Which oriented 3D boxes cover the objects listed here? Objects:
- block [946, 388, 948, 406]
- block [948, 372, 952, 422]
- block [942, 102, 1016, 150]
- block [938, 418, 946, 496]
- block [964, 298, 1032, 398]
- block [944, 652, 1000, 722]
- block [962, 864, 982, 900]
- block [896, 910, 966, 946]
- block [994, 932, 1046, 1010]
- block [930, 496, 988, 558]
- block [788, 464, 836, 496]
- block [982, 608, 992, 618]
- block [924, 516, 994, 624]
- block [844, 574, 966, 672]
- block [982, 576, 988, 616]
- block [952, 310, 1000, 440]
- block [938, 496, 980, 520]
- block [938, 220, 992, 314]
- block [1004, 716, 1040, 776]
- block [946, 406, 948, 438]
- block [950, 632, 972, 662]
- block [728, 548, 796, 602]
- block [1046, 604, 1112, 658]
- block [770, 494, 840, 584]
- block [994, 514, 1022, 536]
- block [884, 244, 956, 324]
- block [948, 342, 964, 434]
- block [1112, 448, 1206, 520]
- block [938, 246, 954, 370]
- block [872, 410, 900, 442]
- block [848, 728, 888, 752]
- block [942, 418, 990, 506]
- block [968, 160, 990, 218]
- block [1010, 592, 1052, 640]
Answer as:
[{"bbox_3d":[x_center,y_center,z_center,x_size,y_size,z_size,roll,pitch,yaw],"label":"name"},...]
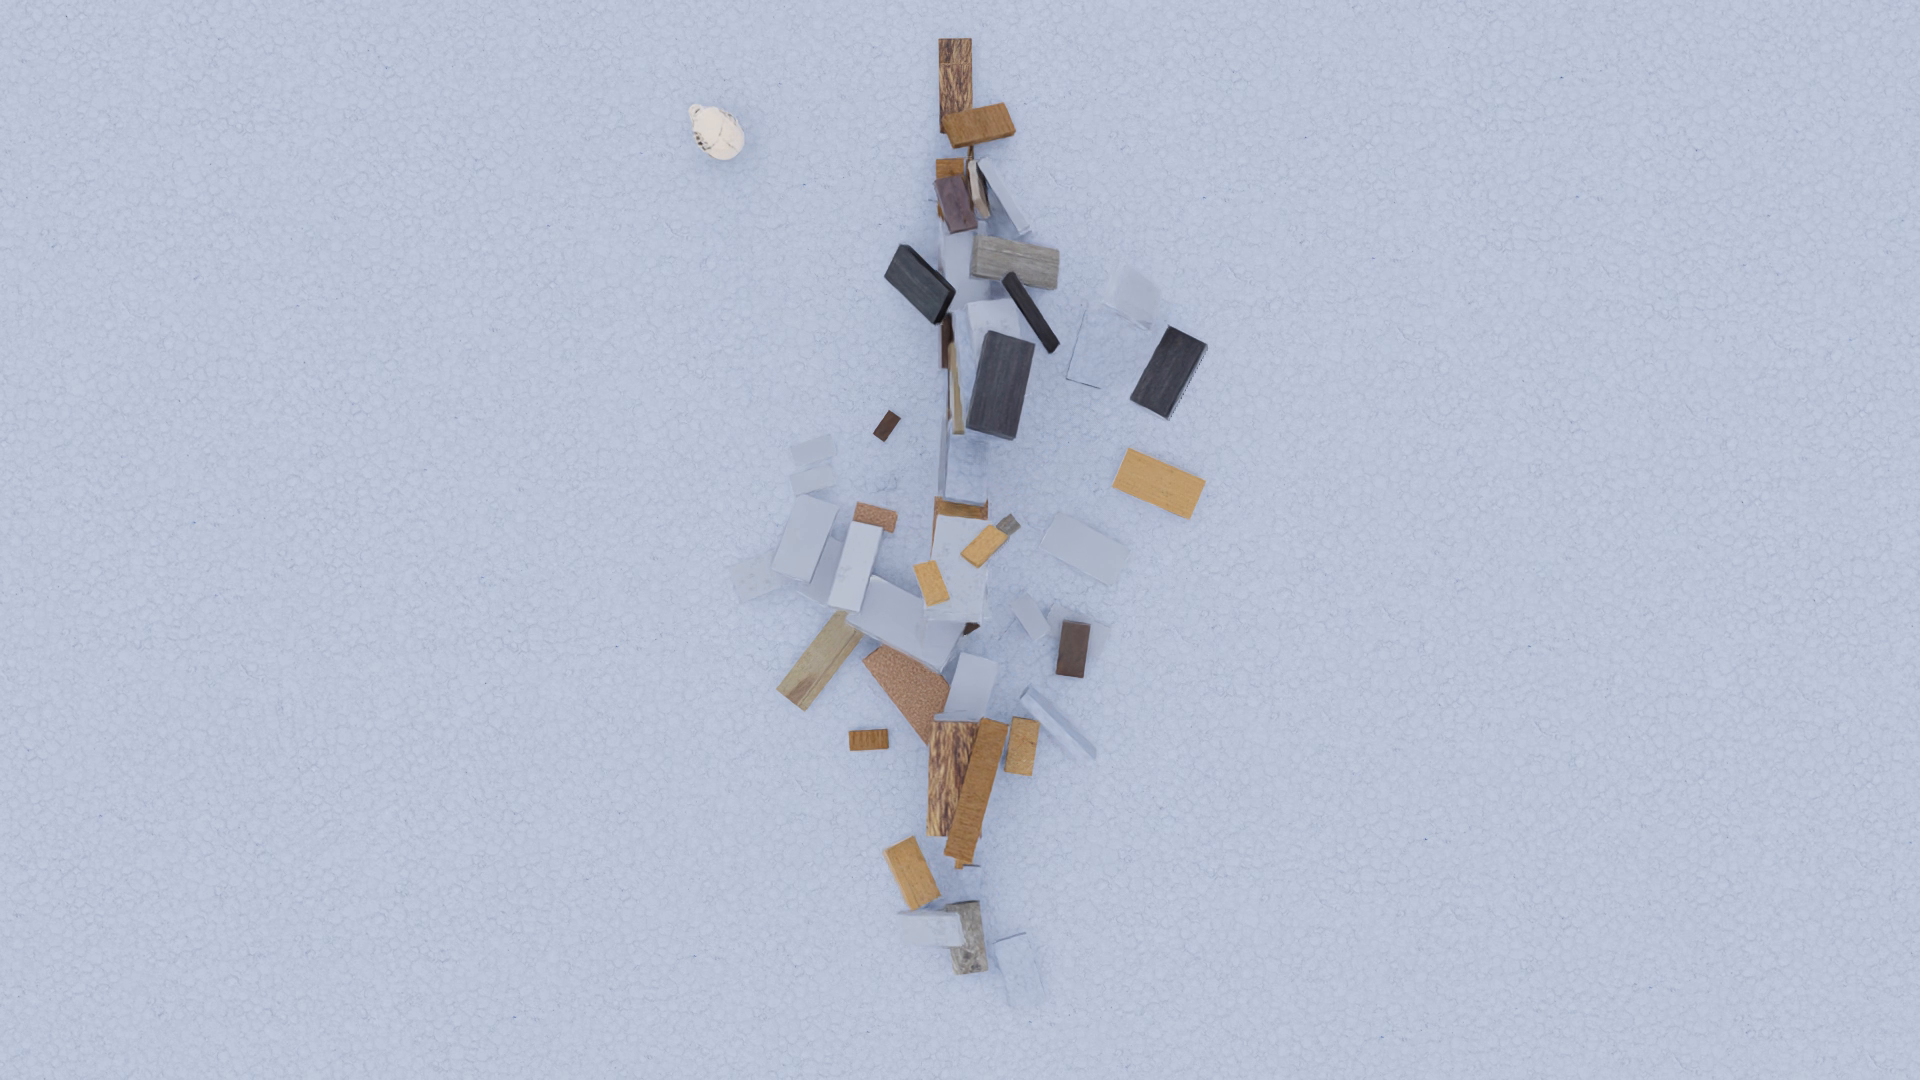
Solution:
[{"bbox_3d":[0.001,-0.527,5.463,0.087,0.025,0.175,1,75,-2],"label":"block"},{"bbox_3d":[0.006,-0.474,5.423,0.087,0.025,0.175,0,75,-2],"label":"block"},{"bbox_3d":[0.062,-1.367,5.440,0.221,0.031,0.110,-17,77,-18],"label":"block"},{"bbox_3d":[0.000,-0.272,5.429,0.135,0.038,0.271,3,67,0],"label":"block"},{"bbox_3d":[0.120,-0.613,5.320,0.160,0.045,0.320,-8,83,-17],"label":"block"},{"bbox_3d":[0.030,0.510,5.417,0.130,0.037,0.259,17,89,0],"label":"block"},{"bbox_3d":[0.037,1.131,5.449,0.059,0.017,0.117,3,100,0],"label":"block"},{"bbox_3d":[-0.096,1.276,5.421,0.219,0.031,0.109,-6,107,29],"label":"block"},{"bbox_3d":[0.198,1.432,5.484,0.115,0.033,0.230,-17,90,0],"label":"block"},{"bbox_3d":[-0.002,0.004,5.357,0.180,0.051,0.359,3,46,0],"label":"block"},{"bbox_3d":[-0.491,-0.200,5.490,0.142,0.020,0.071,-17,90,0],"label":"block"},{"bbox_3d":[0.029,0.235,5.376,0.099,0.197,0.028,3,88,-14],"label":"block"},{"bbox_3d":[-0.004,0.089,5.167,0.180,0.051,0.359,6,54,3],"label":"block"},{"bbox_3d":[-0.178,0.273,5.406,0.355,0.050,0.178,27,73,7],"label":"block"},{"bbox_3d":[0.001,0.158,5.320,0.180,0.359,0.051,3,106,0],"label":"block"},{"bbox_3d":[0.077,-0.535,5.342,0.160,0.045,0.420,-4,82,-17],"label":"block"},{"bbox_3d":[0.000,-0.114,5.398,0.135,0.038,0.271,3,50,0],"label":"block"},{"bbox_3d":[0.018,-0.893,5.396,0.148,0.042,0.295,-4,90,-13],"label":"block"},{"bbox_3d":[0.207,0.686,5.487,0.092,0.026,0.185,9,90,0],"label":"block"},{"bbox_3d":[-0.001,-0.405,5.451,0.087,0.025,0.175,2,67,-2],"label":"block"},{"bbox_3d":[-0.067,0.298,5.468,0.197,0.028,0.099,45,90,0],"label":"block"},{"bbox_3d":[-0.631,0.105,5.483,0.245,0.035,0.122,-22,90,0],"label":"block"},{"bbox_3d":[0.387,0.301,5.485,0.211,0.030,0.105,24,90,0],"label":"block"},{"bbox_3d":[-0.510,-0.005,5.443,0.136,0.039,0.273,19,76,5],"label":"block"},{"bbox_3d":[0.141,-0.030,5.492,0.116,0.016,0.058,-39,90,0],"label":"block"},{"bbox_3d":[-0.131,-0.839,5.397,0.261,0.037,0.131,46,124,25],"label":"block"},{"bbox_3d":[0.044,-0.493,5.372,0.148,0.042,0.295,0,81,-16],"label":"block"},{"bbox_3d":[0.659,-0.186,5.480,0.280,0.040,0.140,23,90,0],"label":"block"},{"bbox_3d":[0.006,-0.765,5.434,0.148,0.042,0.405,0,89,-13],"label":"block"},{"bbox_3d":[-0.244,-0.379,5.493,0.049,0.014,0.097,35,90,0],"label":"block"},{"bbox_3d":[-0.304,0.666,5.491,0.130,0.018,0.065,-3,90,0],"label":"block"},{"bbox_3d":[0.022,-0.252,5.356,0.135,0.038,0.271,9,72,-14],"label":"block"},{"bbox_3d":[0.063,-1.149,5.407,0.026,0.093,0.185,-18,51,16],"label":"block"},{"bbox_3d":[0.234,0.255,5.467,0.073,0.021,0.146,-34,83,4],"label":"block"}]
